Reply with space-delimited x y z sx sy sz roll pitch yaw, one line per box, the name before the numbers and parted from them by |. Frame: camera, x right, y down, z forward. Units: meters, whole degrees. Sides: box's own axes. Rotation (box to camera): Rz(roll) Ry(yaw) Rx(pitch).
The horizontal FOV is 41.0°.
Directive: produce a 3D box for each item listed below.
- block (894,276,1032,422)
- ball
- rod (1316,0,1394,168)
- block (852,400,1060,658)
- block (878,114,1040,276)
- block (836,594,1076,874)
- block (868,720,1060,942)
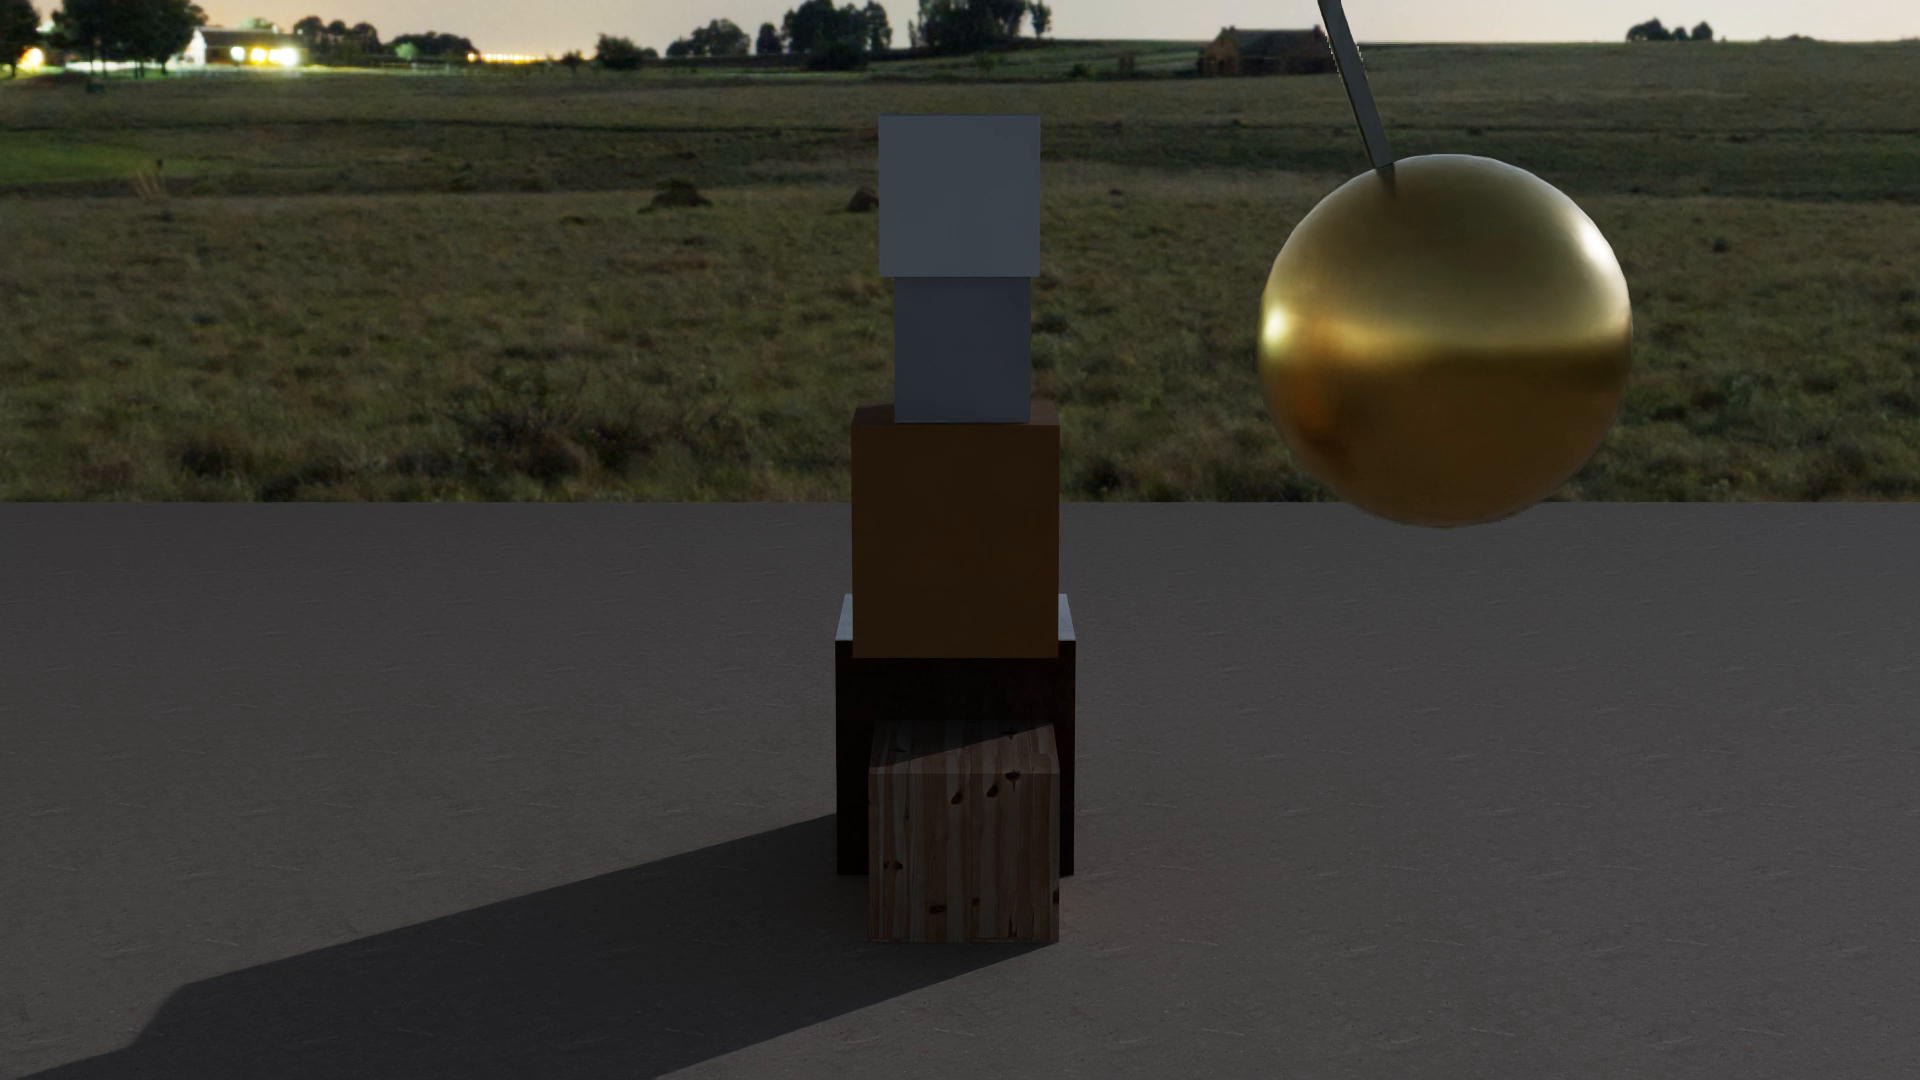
block | 0.011 -0.851 11.026 0.568 0.611 0.649 0 10 0
ball | 2.074 -0.853 11.025 1.600 1.600 1.600 0 10 0
rod | 0.899 -3.992 10.455 0.080 5.200 0.080 -20 10 4
block | -0.019 -0.061 11.169 0.870 0.994 0.805 0 10 0
block | -0.002 -1.475 10.912 0.665 0.658 0.682 0 10 0
block | -0.020 0.871 11.795 1.051 1.066 1.017 0 10 0
block | 0.017 1.217 10.880 0.776 0.714 0.888 0 10 0
